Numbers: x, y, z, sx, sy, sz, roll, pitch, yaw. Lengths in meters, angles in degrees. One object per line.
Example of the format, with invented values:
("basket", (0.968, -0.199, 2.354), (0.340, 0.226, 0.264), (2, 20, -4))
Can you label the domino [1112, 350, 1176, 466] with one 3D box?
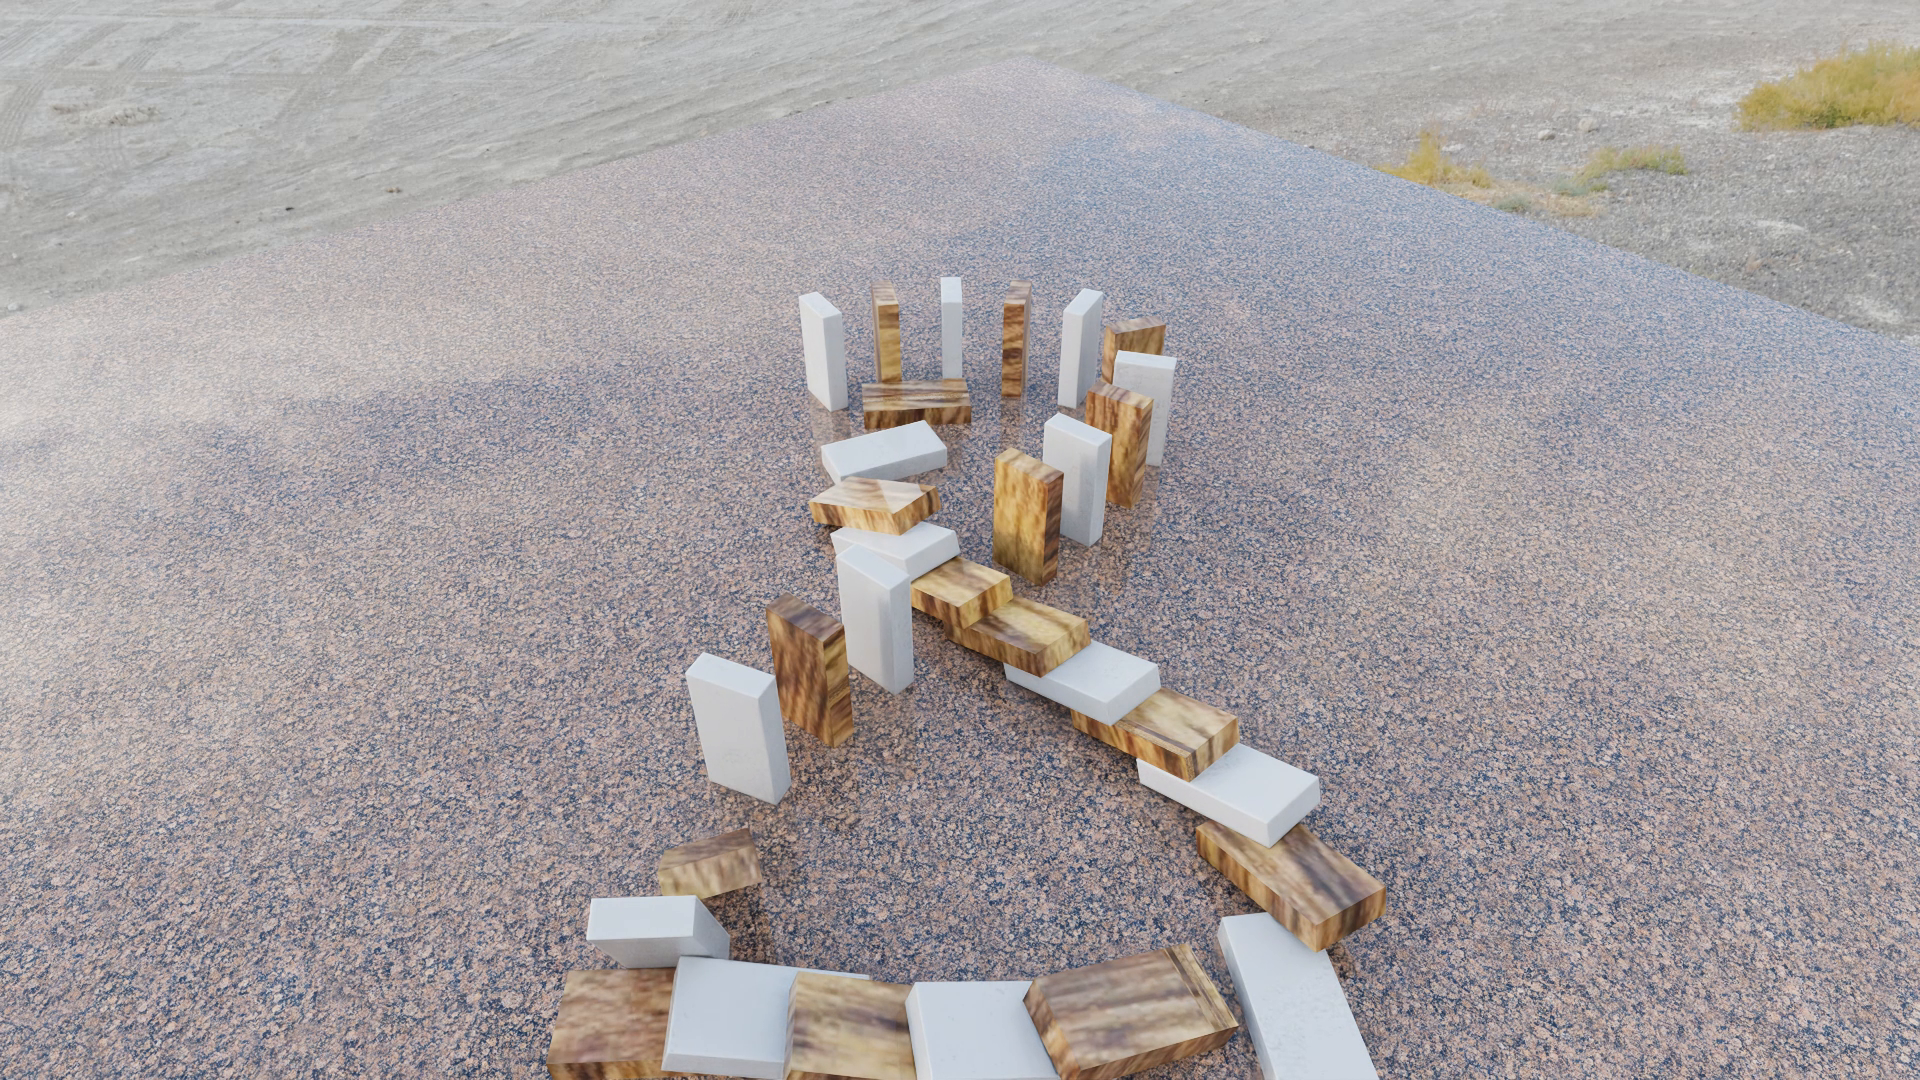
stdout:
("domino", (0.079, -0.057, 0.481), (0.025, 0.050, 0.010), (10, 40, 12))

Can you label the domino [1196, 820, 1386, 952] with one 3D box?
("domino", (0.094, 0.095, 0.316), (0.025, 0.010, 0.050), (-19, 25, -21))

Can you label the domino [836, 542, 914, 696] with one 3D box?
("domino", (-0.029, 0.028, 0.378), (0.025, 0.050, 0.010), (30, 48, 31))

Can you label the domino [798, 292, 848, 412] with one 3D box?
("domino", (-0.064, -0.088, 0.519), (0.010, 0.050, 0.025), (-22, 44, -24))

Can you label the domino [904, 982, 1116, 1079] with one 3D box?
("domino", (0.013, 0.126, 0.278), (0.050, 0.009, 0.025), (8, 36, -20))

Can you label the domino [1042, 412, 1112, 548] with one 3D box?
("domino", (0.046, -0.024, 0.440), (0.025, 0.050, 0.009), (27, 47, 29))

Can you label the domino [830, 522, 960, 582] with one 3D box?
("domino", (-0.026, 0.001, 0.429), (0.025, 0.009, 0.050), (-30, 29, -31))

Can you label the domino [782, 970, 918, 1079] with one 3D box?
("domino", (-0.018, 0.126, 0.277), (0.050, 0.009, 0.025), (13, 37, -14))

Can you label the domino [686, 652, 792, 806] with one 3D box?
("domino", (-0.068, 0.059, 0.340), (0.025, 0.050, 0.010), (15, 42, 18))

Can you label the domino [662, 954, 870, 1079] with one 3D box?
("domino", (-0.049, 0.123, 0.281), (0.050, 0.009, 0.025), (12, 38, -15))

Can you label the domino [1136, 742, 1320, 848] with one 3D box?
("domino", (0.082, 0.074, 0.341), (0.025, 0.009, 0.050), (-29, 29, -31))

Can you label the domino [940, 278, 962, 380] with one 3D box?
("domino", (-0.004, -0.098, 0.531), (0.009, 0.050, 0.025), (-1, 39, -1))

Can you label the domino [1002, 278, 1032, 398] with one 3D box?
("domino", (0.027, -0.097, 0.530), (0.010, 0.050, 0.025), (7, 40, 9))

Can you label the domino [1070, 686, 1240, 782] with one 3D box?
("domino", (0.063, 0.059, 0.359), (0.025, 0.009, 0.050), (-29, 29, -31))

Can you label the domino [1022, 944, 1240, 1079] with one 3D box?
("domino", (0.044, 0.122, 0.283), (0.050, 0.010, 0.025), (0, 36, -29))

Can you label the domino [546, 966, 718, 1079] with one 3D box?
("domino", (-0.079, 0.126, 0.289), (0.050, 0.010, 0.025), (-1, 39, -2))

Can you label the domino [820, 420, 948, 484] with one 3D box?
("domino", (-0.034, -0.037, 0.489), (0.050, 0.010, 0.025), (-16, 42, -19))

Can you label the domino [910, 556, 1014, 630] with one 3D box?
("domino", (-0.007, 0.016, 0.413), (0.025, 0.010, 0.050), (-30, 32, -31))

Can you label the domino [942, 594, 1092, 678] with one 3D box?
("domino", (0.019, 0.032, 0.392), (0.025, 0.010, 0.050), (-30, 29, -31))

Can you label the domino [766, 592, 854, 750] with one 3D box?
("domino", (-0.049, 0.043, 0.359), (0.025, 0.050, 0.010), (26, 46, 29))

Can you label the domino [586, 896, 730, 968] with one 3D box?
("domino", (-0.077, 0.103, 0.285), (0.025, 0.050, 0.009), (-1, 60, -2))

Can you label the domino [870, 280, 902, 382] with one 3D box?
("domino", (-0.035, -0.096, 0.529), (0.009, 0.050, 0.025), (-7, 40, -9))

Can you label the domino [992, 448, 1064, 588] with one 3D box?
("domino", (0.026, -0.008, 0.422), (0.025, 0.050, 0.009), (29, 47, 31))

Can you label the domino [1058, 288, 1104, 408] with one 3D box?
("domino", (0.057, -0.091, 0.522), (0.010, 0.050, 0.025), (18, 43, 20))

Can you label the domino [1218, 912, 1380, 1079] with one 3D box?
("domino", (0.089, 0.124, 0.292), (0.025, 0.010, 0.050), (-4, 40, -5))

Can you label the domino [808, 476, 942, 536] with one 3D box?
("domino", (-0.035, -0.014, 0.445), (0.050, 0.010, 0.025), (9, 33, 41))

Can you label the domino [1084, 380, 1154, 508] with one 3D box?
("domino", (0.065, -0.039, 0.459), (0.025, 0.050, 0.009), (23, 45, 26))

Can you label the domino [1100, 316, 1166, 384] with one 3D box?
("domino", (0.078, -0.077, 0.505), (0.025, 0.050, 0.010), (-13, 41, -16))

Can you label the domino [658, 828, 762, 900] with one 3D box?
("domino", (-0.070, 0.091, 0.306), (0.025, 0.050, 0.009), (-12, 84, -15))

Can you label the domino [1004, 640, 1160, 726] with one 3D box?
("domino", (0.041, 0.045, 0.376), (0.025, 0.010, 0.050), (-30, 30, -31))

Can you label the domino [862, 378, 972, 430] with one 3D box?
("domino", (-0.021, -0.065, 0.523), (0.050, 0.010, 0.025), (-4, 39, -5))
